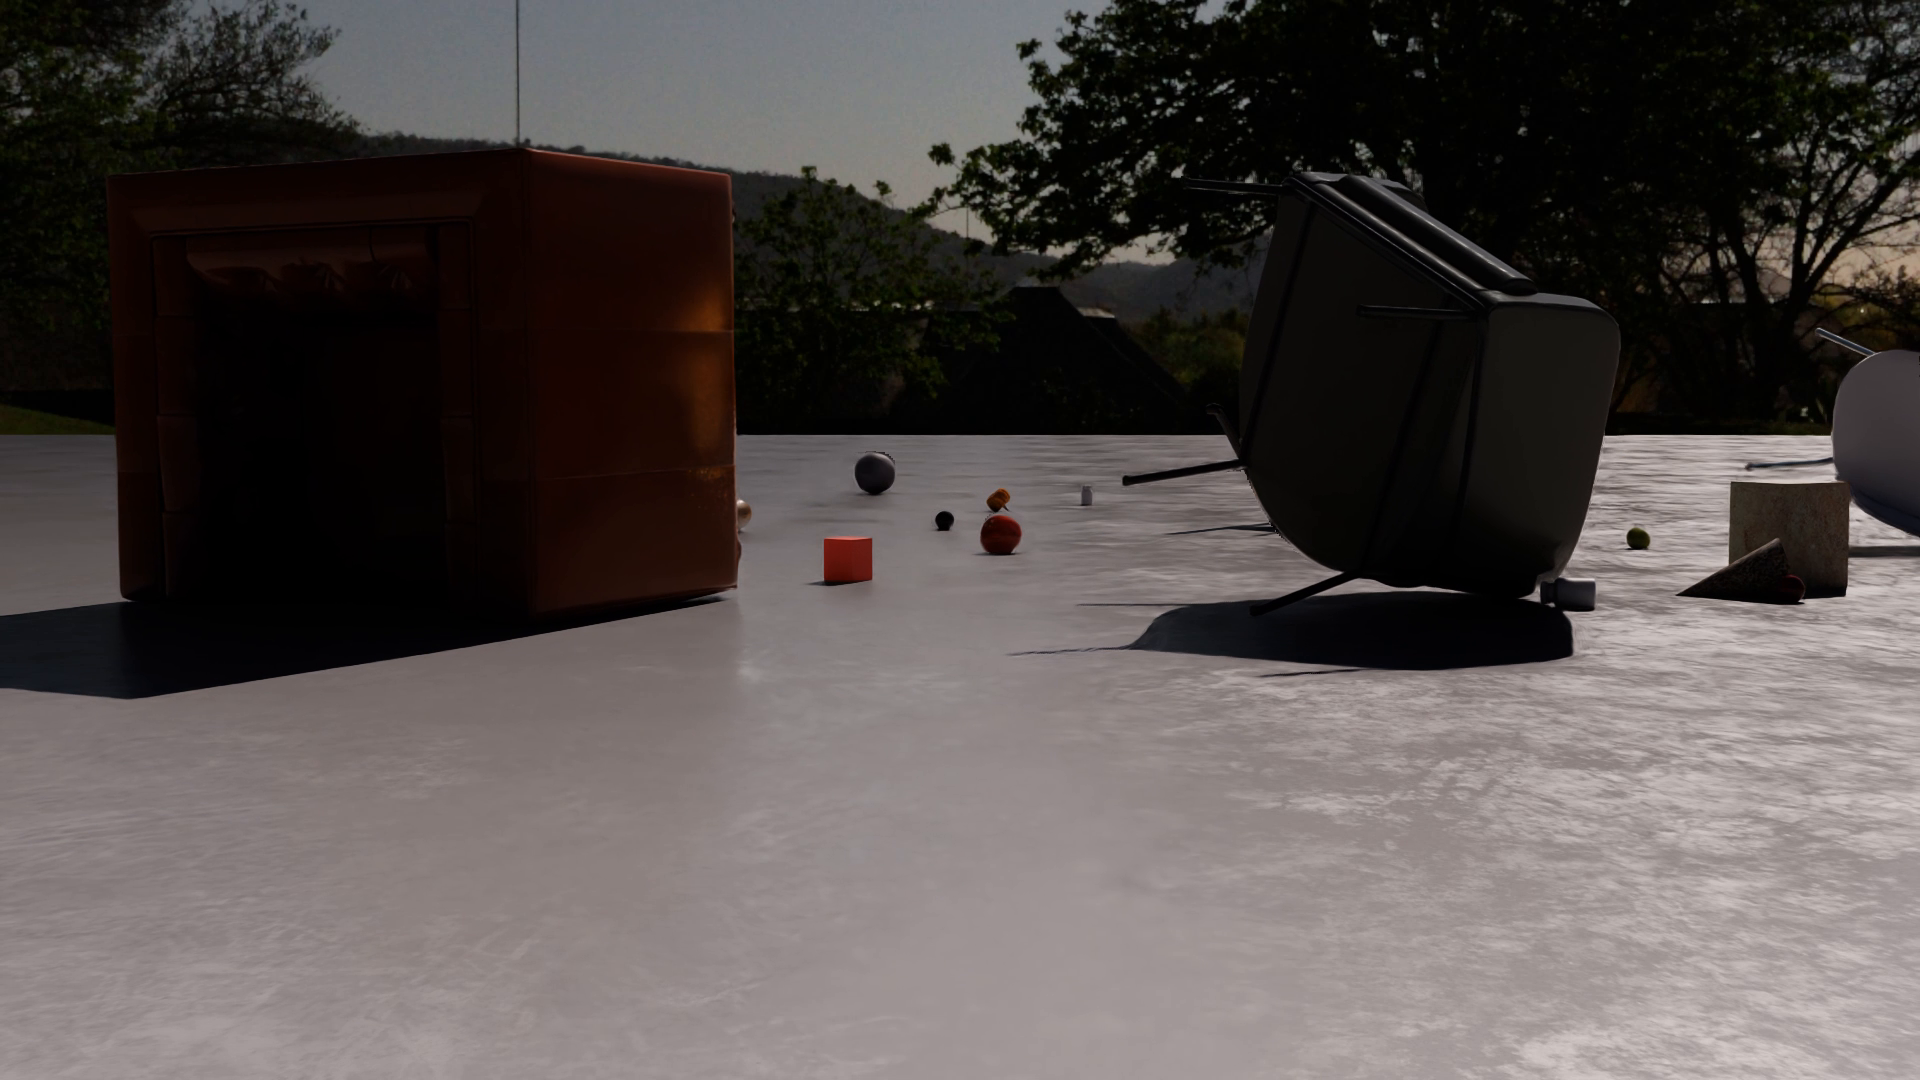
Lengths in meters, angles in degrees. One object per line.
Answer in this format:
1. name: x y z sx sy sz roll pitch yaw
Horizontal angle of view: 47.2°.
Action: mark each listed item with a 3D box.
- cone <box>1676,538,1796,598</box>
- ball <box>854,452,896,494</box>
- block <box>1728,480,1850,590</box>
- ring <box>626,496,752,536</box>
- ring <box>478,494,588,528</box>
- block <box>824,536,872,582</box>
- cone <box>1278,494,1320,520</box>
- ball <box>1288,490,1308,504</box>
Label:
1. cone: 1.664 0.091 4.752 0.238 0.139 0.128 -15 -41 14
2. ball: -0.365 -0.287 9.451 0.176 0.176 0.176 0 4 0
3. block: 1.891 -0.014 5.017 0.206 0.238 0.159 -2 4 -28
4. ring: -0.850 -0.076 6.904 0.373 0.105 0.441 1 5 25
5. ring: -1.393 -0.095 7.178 0.235 0.105 0.405 6 6 44
6. block: -0.263 0.045 5.166 0.083 0.099 0.078 3 5 34
7. cone: 1.170 -0.116 7.581 0.143 0.090 0.179 0 4 5
8. ball: 1.262 -0.152 8.220 0.073 0.073 0.073 0 4 0
